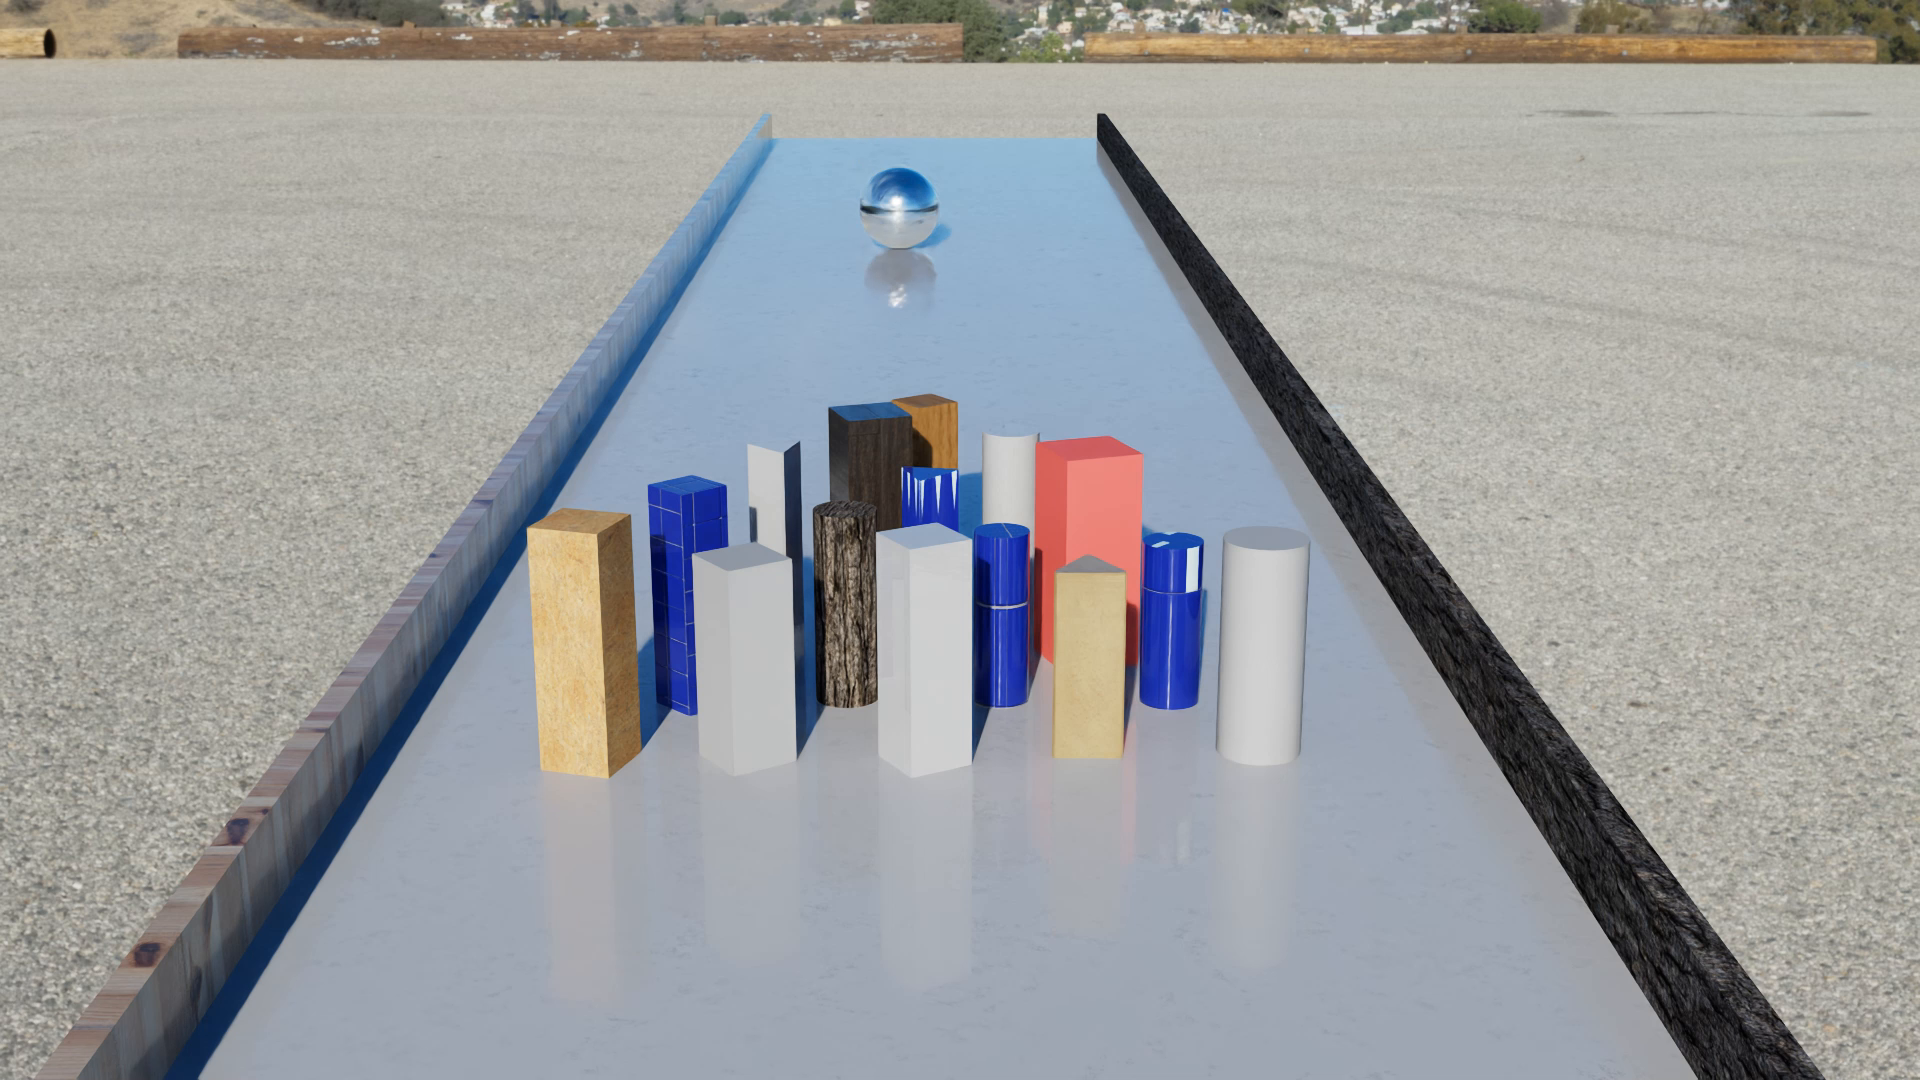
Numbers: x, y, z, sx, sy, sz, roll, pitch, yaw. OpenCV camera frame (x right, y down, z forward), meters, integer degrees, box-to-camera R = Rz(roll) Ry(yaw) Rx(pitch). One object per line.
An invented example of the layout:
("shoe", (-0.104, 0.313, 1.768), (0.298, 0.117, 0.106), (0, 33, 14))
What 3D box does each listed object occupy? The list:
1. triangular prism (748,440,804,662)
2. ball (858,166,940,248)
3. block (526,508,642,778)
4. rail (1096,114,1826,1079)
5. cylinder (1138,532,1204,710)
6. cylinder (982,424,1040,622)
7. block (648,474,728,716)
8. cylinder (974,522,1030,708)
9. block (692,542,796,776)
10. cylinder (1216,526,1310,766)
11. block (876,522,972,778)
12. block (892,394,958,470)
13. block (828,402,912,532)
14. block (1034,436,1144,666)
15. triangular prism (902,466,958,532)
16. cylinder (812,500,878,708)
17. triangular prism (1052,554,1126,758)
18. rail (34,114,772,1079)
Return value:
("triangular prism", (-0.348, 0.025, 4.362), (0.103, 0.444, 0.089), (16, 23, 42))
("ball", (-0.258, -1.418, 9.389), (0.346, 0.346, 0.346), (0, 17, 0))
("block", (-0.654, 0.179, 3.845), (0.132, 0.444, 0.132), (5, 17, 17))
("rail", (0.932, -0.844, 7.801), (0.050, 0.150, 12.000), (0, 17, -1))
("cylinder", (0.399, 0.153, 4.159), (0.115, 0.316, 0.115), (0, 17, 0))
("cylinder", (0.106, -0.033, 4.624), (0.121, 0.407, 0.121), (0, 17, 0))
("block", (-0.504, 0.104, 4.125), (0.104, 0.429, 0.104), (-15, 22, -42))
("cylinder", (0.078, 0.143, 4.156), (0.104, 0.336, 0.104), (0, 17, 0))
("block", (-0.379, 0.208, 3.869), (0.127, 0.375, 0.127), (-11, 20, -33))
("cylinder", (0.536, 0.187, 3.902), (0.152, 0.397, 0.152), (0, 17, 0))
("block", (-0.062, 0.192, 3.852), (0.122, 0.416, 0.122), (-9, 19, -29))
("block", (-0.078, -0.110, 4.884), (0.105, 0.407, 0.105), (-12, 20, -34))
("block", (-0.186, -0.049, 4.599), (0.138, 0.452, 0.138), (-6, 18, -19))
("block", (0.253, 0.027, 4.375), (0.160, 0.433, 0.160), (-6, 18, -20))
("triangular prism", (-0.078, 0.044, 4.417), (0.099, 0.378, 0.114), (14, 22, 39))
("cylinder", (-0.215, 0.121, 4.162), (0.120, 0.374, 0.120), (0, 17, 0))
("triangular prism", (0.228, 0.207, 3.924), (0.124, 0.346, 0.107), (0, 17, 0))
("rail", (-1.118, -0.838, 7.780), (0.050, 0.150, 12.000), (0, 17, -1))
